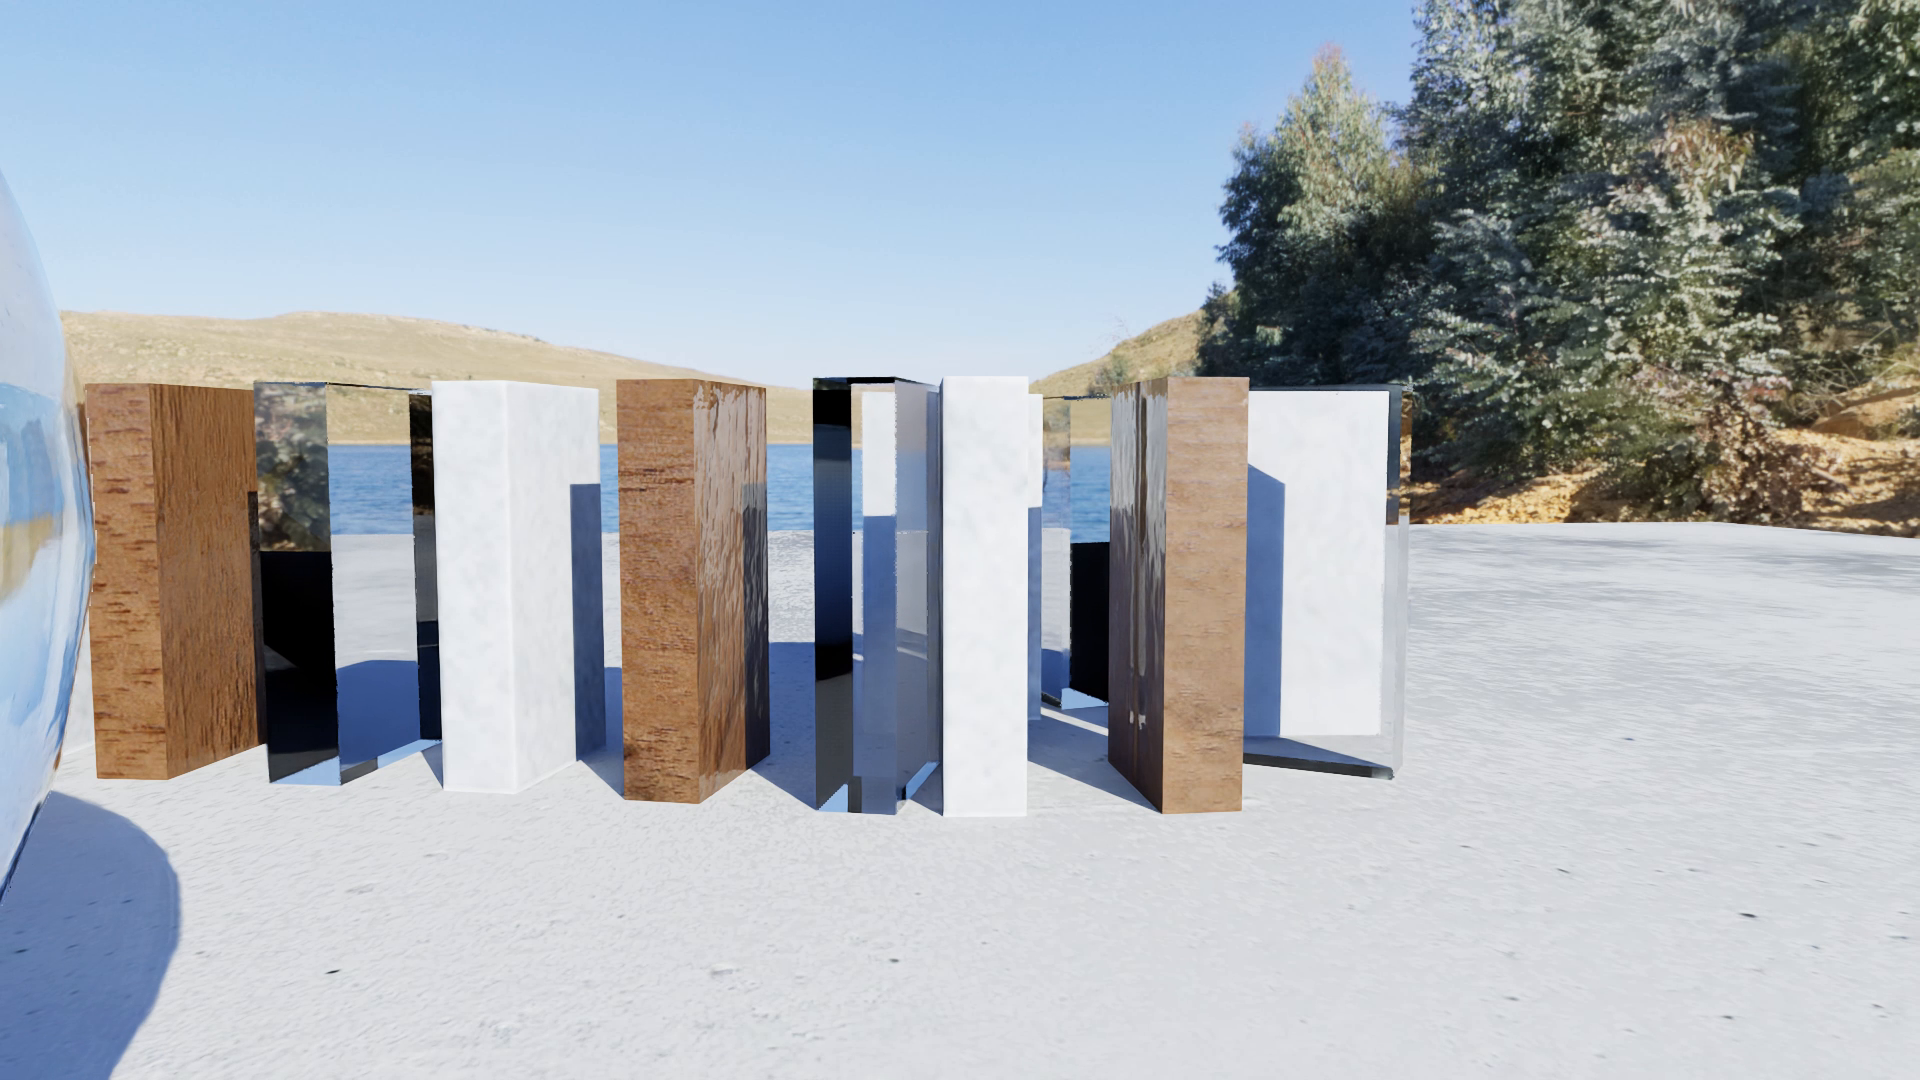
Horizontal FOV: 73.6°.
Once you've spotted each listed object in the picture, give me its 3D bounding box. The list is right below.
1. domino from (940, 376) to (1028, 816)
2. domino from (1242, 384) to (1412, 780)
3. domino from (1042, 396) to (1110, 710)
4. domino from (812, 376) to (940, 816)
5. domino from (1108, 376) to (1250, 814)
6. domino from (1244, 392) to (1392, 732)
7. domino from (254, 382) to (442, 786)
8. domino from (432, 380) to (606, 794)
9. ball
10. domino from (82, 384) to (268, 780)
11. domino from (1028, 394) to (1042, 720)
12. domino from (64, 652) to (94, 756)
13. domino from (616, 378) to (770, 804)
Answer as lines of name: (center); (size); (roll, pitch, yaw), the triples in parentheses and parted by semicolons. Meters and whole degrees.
domino: (0.002, 0.006, 0.157); (0.010, 0.050, 0.025); (0, 4, -2)
domino: (0.046, 0.005, 0.170); (0.025, 0.050, 0.009); (2, 5, 27)
domino: (0.016, 0.001, 0.217); (0.009, 0.050, 0.025); (-2, 5, -23)
domino: (-0.010, 0.006, 0.158); (0.010, 0.050, 0.025); (1, 4, 11)
domino: (0.026, 0.006, 0.159); (0.010, 0.050, 0.025); (-1, 4, -8)
domino: (0.050, 0.003, 0.194); (0.025, 0.050, 0.009); (0, 4, -2)
domino: (-0.080, 0.005, 0.171); (0.010, 0.050, 0.025); (1, 4, 7)
domino: (-0.057, 0.005, 0.167); (0.010, 0.050, 0.025); (1, 4, 10)
ball: (-0.073, 0.000, 0.036); (0.080, 0.080, 0.080); (0, 4, 0)
domino: (-0.104, 0.005, 0.173); (0.010, 0.050, 0.025); (0, 4, 5)
domino: (0.000, 0.002, 0.201); (0.025, 0.050, 0.009); (0, 4, 0)
domino: (-0.127, 0.005, 0.174); (0.010, 0.050, 0.025); (0, 4, -2)
domino: (-0.033, 0.005, 0.163); (0.009, 0.050, 0.025); (1, 4, 11)
